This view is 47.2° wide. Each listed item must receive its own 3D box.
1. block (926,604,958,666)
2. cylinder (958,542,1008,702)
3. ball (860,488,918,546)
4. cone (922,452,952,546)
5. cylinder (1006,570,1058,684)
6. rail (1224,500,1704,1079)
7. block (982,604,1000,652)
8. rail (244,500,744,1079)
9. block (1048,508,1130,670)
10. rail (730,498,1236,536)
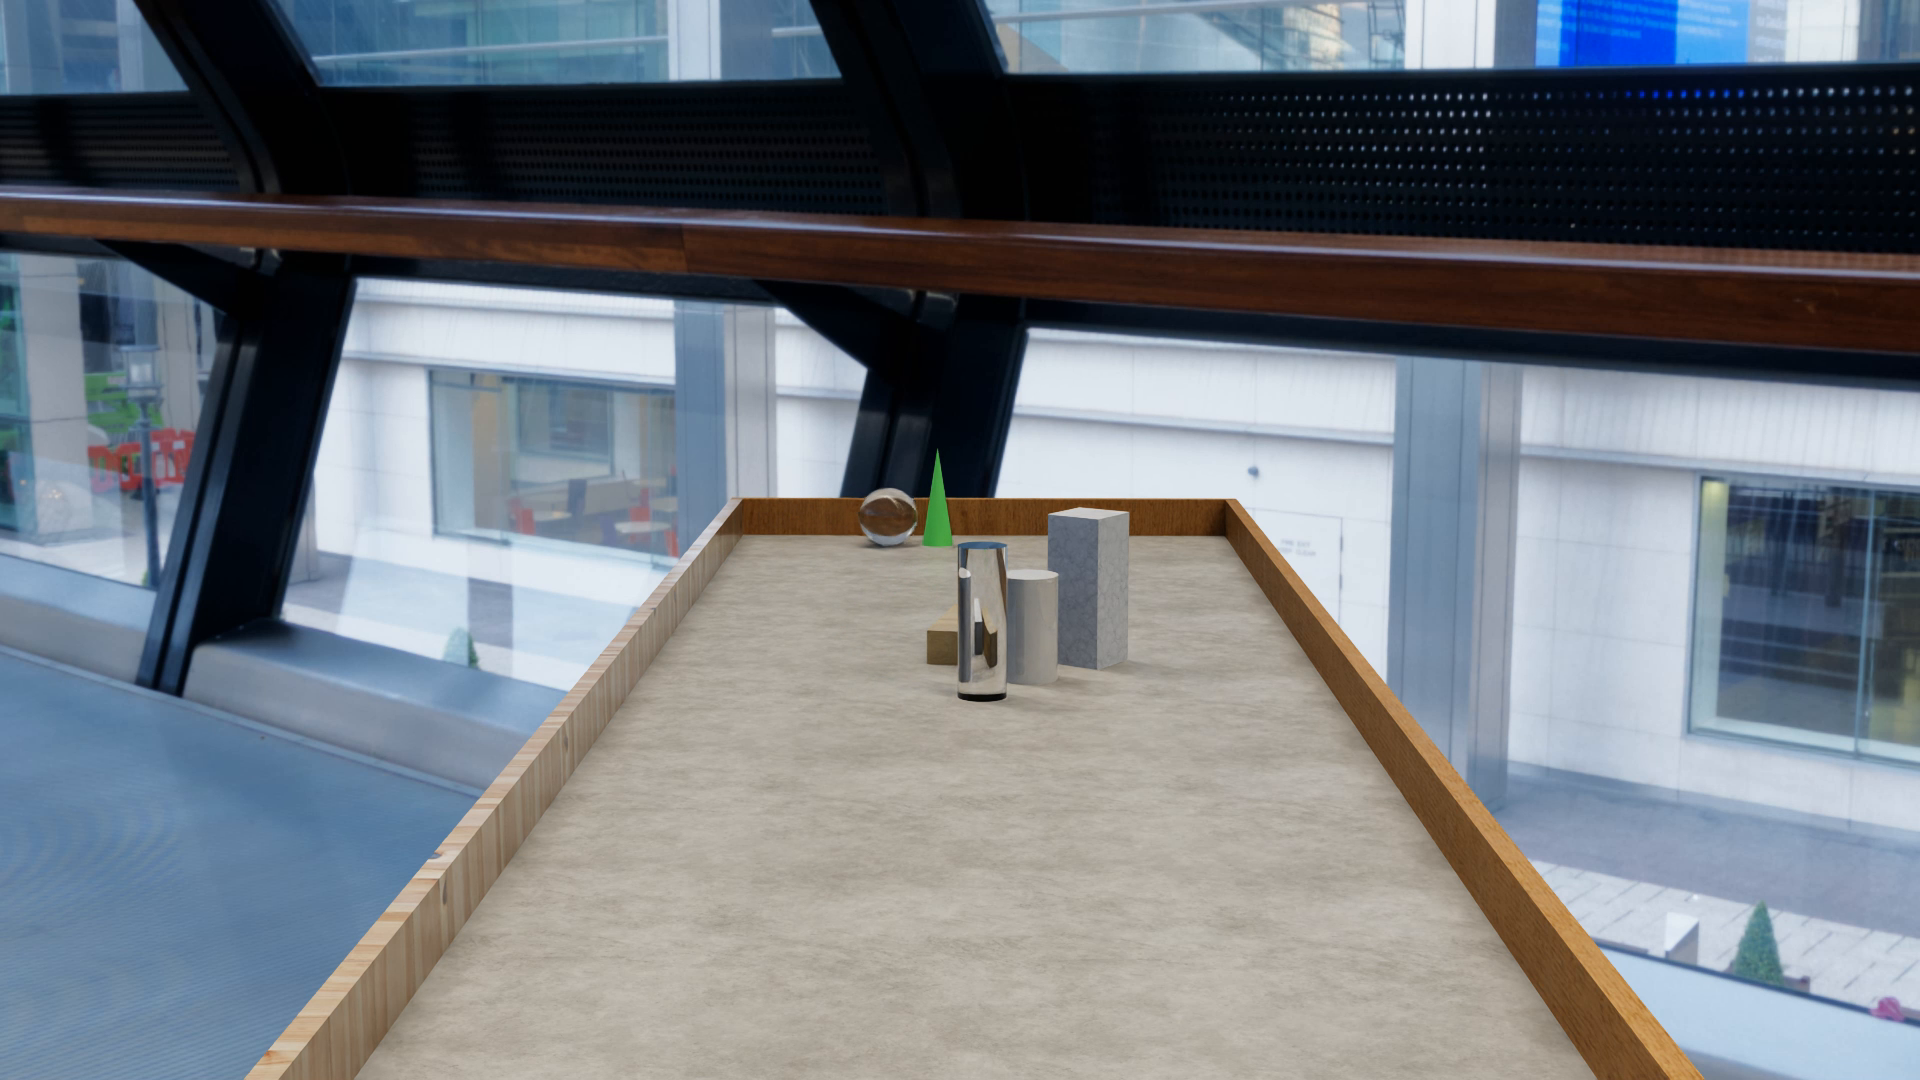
[{"bbox_3d":[-0.007,0.292,6.835,0.104,0.104,0.435,2,9,11],"label":"block"},{"bbox_3d":[0.063,0.229,6.186,0.139,0.432,0.139,0,9,0],"label":"cylinder"},{"bbox_3d":[-0.289,-0.095,8.859,0.235,0.235,0.235,0,9,0],"label":"ball"},{"bbox_3d":[-0.090,-0.177,8.868,0.124,0.394,0.124,0,9,0],"label":"cone"},{"bbox_3d":[0.200,0.253,6.423,0.172,0.310,0.172,0,9,0],"label":"cylinder"},{"bbox_3d":[1.046,0.843,3.208,0.050,0.150,12.000,0,9,1],"label":"rail"},{"bbox_3d":[0.163,0.266,6.998,0.104,0.104,0.392,2,9,13],"label":"block"},{"bbox_3d":[-1.004,0.839,3.234,0.050,0.150,12.000,0,9,1],"label":"rail"},{"bbox_3d":[0.387,0.144,6.649,0.178,0.455,0.178,6,11,35],"label":"block"},{"bbox_3d":[0.099,-0.098,9.147,2.100,0.150,0.050,0,9,1],"label":"rail"}]
